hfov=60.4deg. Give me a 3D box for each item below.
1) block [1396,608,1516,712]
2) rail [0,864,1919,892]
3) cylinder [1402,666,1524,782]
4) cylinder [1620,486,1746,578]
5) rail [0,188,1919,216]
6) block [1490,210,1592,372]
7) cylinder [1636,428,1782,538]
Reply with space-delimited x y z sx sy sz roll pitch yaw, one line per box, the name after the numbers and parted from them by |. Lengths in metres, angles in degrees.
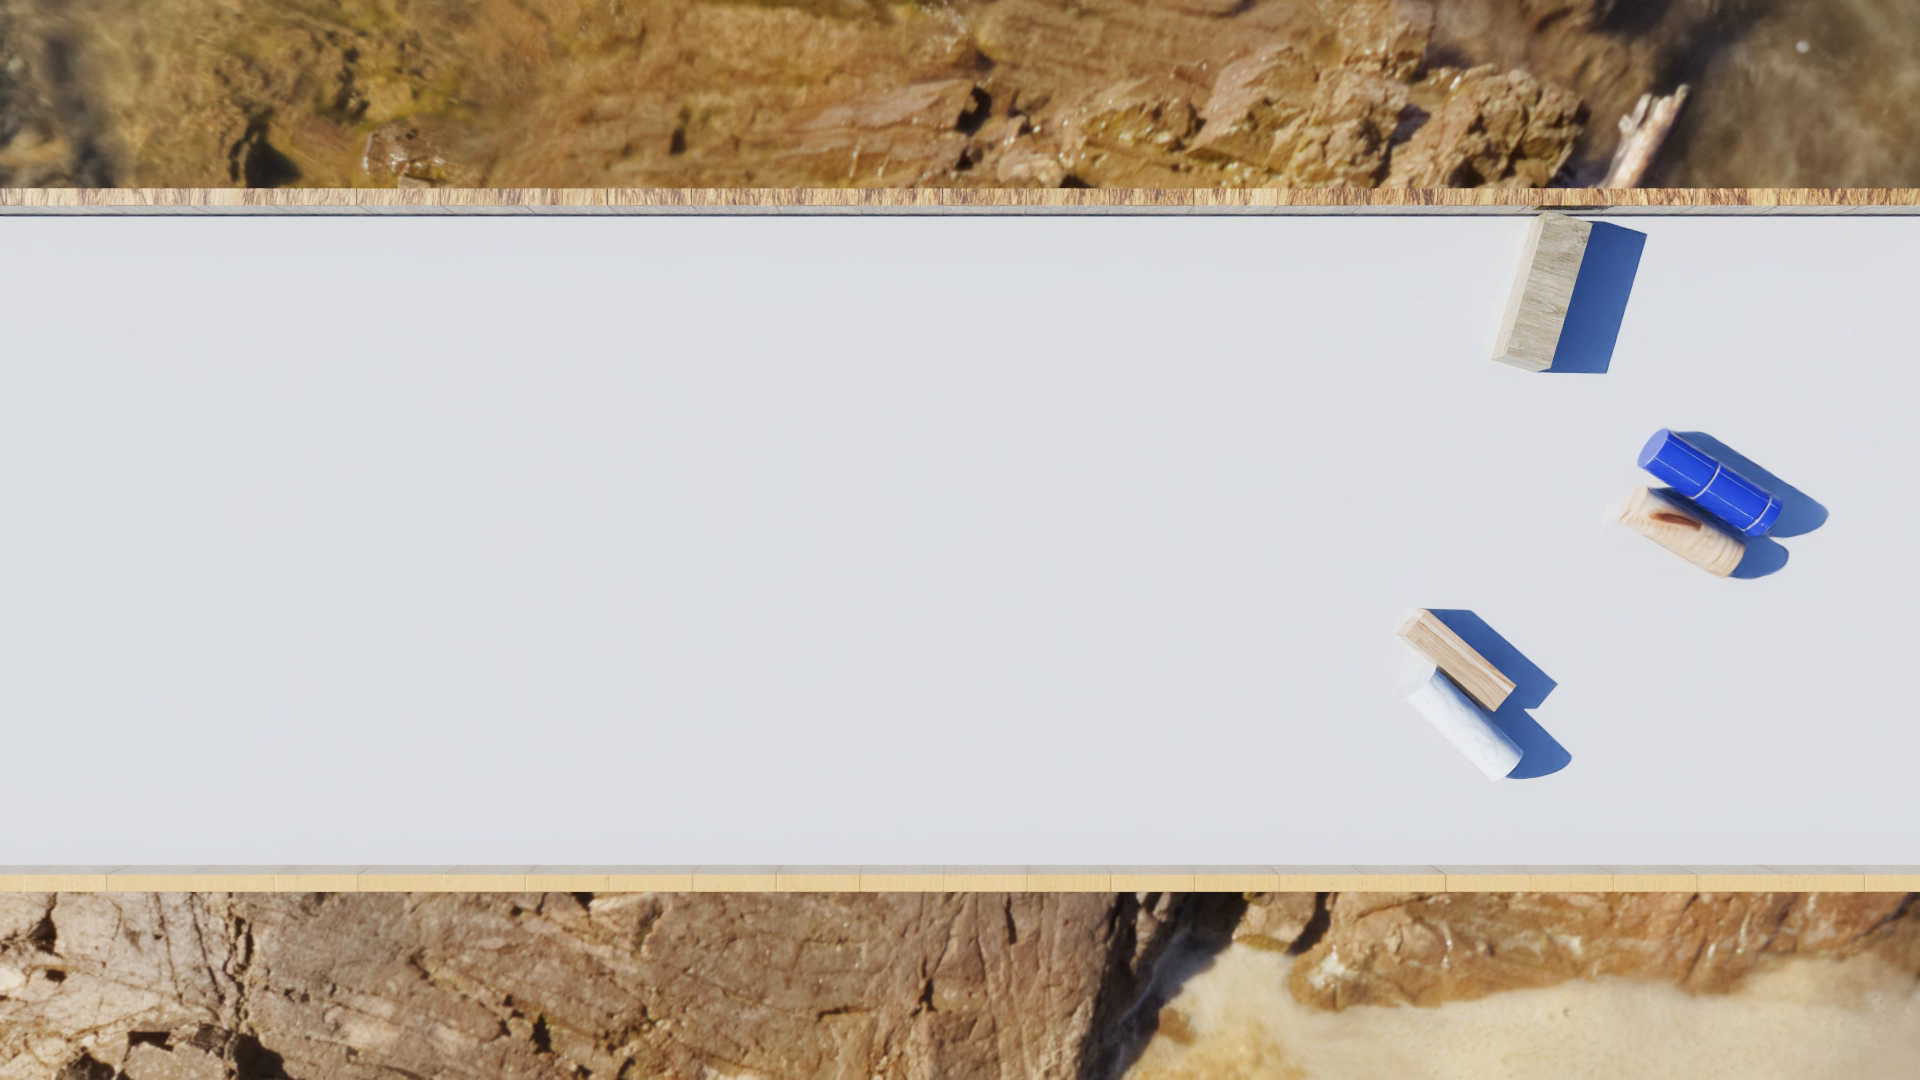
1.510 0.364 5.025 0.353 0.103 0.103 40 90 0 | block
-2.247 1.025 5.001 12.000 0.150 0.050 0 90 0 | rail
1.527 0.558 5.009 0.366 0.135 0.135 44 90 0 | cylinder
2.192 -0.024 5.011 0.342 0.132 0.132 30 90 0 | cylinder
-2.247 -1.025 5.002 12.000 0.150 0.050 0 90 0 | rail
1.764 -0.751 5.007 0.139 0.139 0.450 16 90 0 | block
2.273 -0.174 5.007 0.407 0.139 0.139 32 90 0 | cylinder
